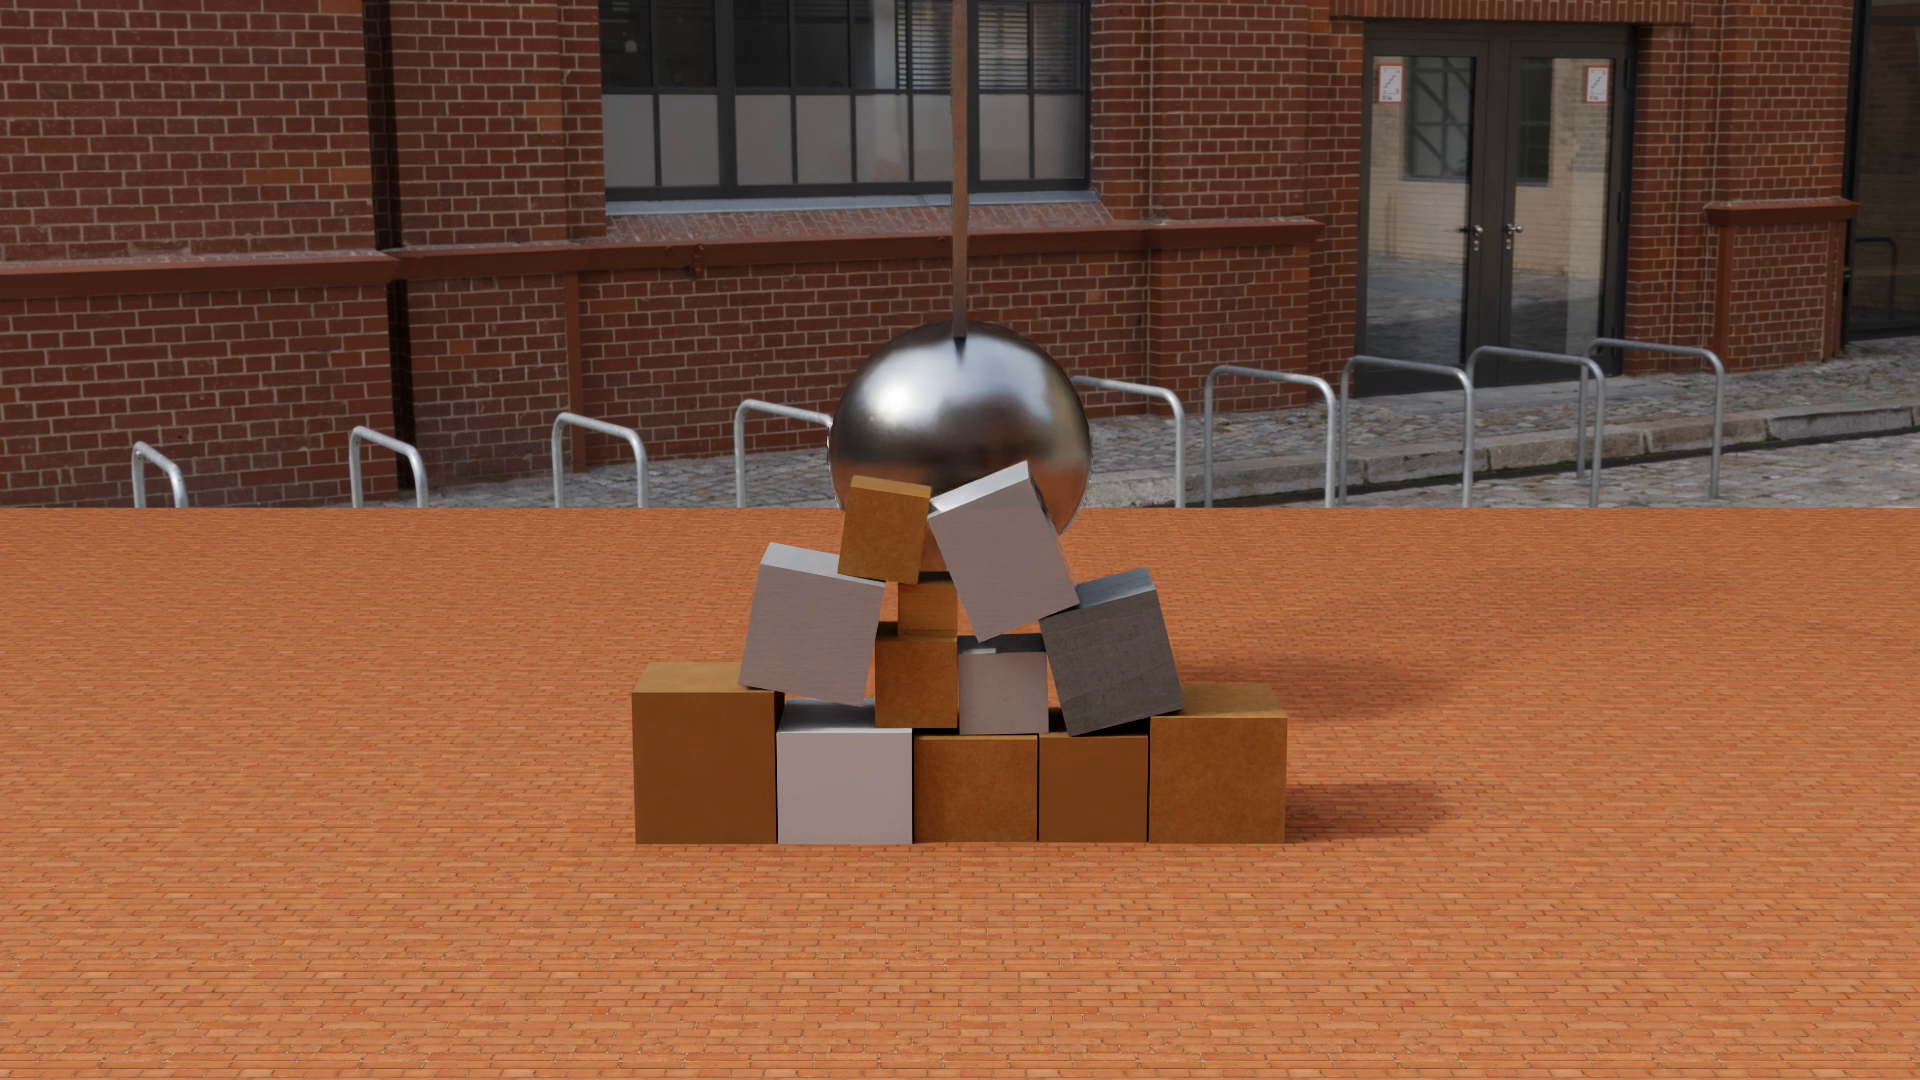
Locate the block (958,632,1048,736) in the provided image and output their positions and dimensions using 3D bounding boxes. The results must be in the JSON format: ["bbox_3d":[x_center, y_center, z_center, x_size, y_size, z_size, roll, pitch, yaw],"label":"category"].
[{"bbox_3d":[0.218,0.736,11.295,0.450,0.422,0.428,-2,10,0],"label":"block"}]

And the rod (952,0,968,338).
[{"bbox_3d":[0.000,-3.399,11.573,0.080,5.200,0.080,0,33,0],"label":"rod"}]

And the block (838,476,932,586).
[{"bbox_3d":[-0.380,-0.054,11.172,0.406,0.446,0.388,8,10,-1],"label":"block"}]

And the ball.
[{"bbox_3d":[0.000,-0.541,13.415,1.600,1.600,1.600,0,10,0],"label":"ball"}]

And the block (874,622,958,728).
[{"bbox_3d":[-0.221,0.686,11.293,0.414,0.447,0.480,0,10,0],"label":"block"}]

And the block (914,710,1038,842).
[{"bbox_3d":[0.079,1.215,11.383,0.622,0.537,0.576,0,10,0],"label":"block"}]

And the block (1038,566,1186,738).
[{"bbox_3d":[0.760,0.564,11.270,0.605,0.625,0.596,-14,10,3],"label":"block"}]

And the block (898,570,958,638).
[{"bbox_3d":[-0.161,0.326,11.252,0.300,0.276,0.336,0,10,1],"label":"block"}]

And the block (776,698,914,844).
[{"bbox_3d":[-0.580,1.188,11.404,0.676,0.582,0.701,0,10,0],"label":"block"}]

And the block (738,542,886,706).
[{"bbox_3d":[-0.741,0.424,11.251,0.631,0.624,0.598,11,10,-2],"label":"block"}]

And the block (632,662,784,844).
[{"bbox_3d":[-1.284,1.090,11.366,0.711,0.789,0.657,0,10,0],"label":"block"}]

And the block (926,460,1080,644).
[{"bbox_3d":[0.220,0.049,11.175,0.543,0.678,0.599,-22,10,5],"label":"block"}]

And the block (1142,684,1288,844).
[{"bbox_3d":[1.298,1.150,11.404,0.684,0.658,0.701,0,10,0],"label":"block"}]

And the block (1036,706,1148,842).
[{"bbox_3d":[0.672,1.207,11.391,0.546,0.550,0.612,0,10,0],"label":"block"}]
